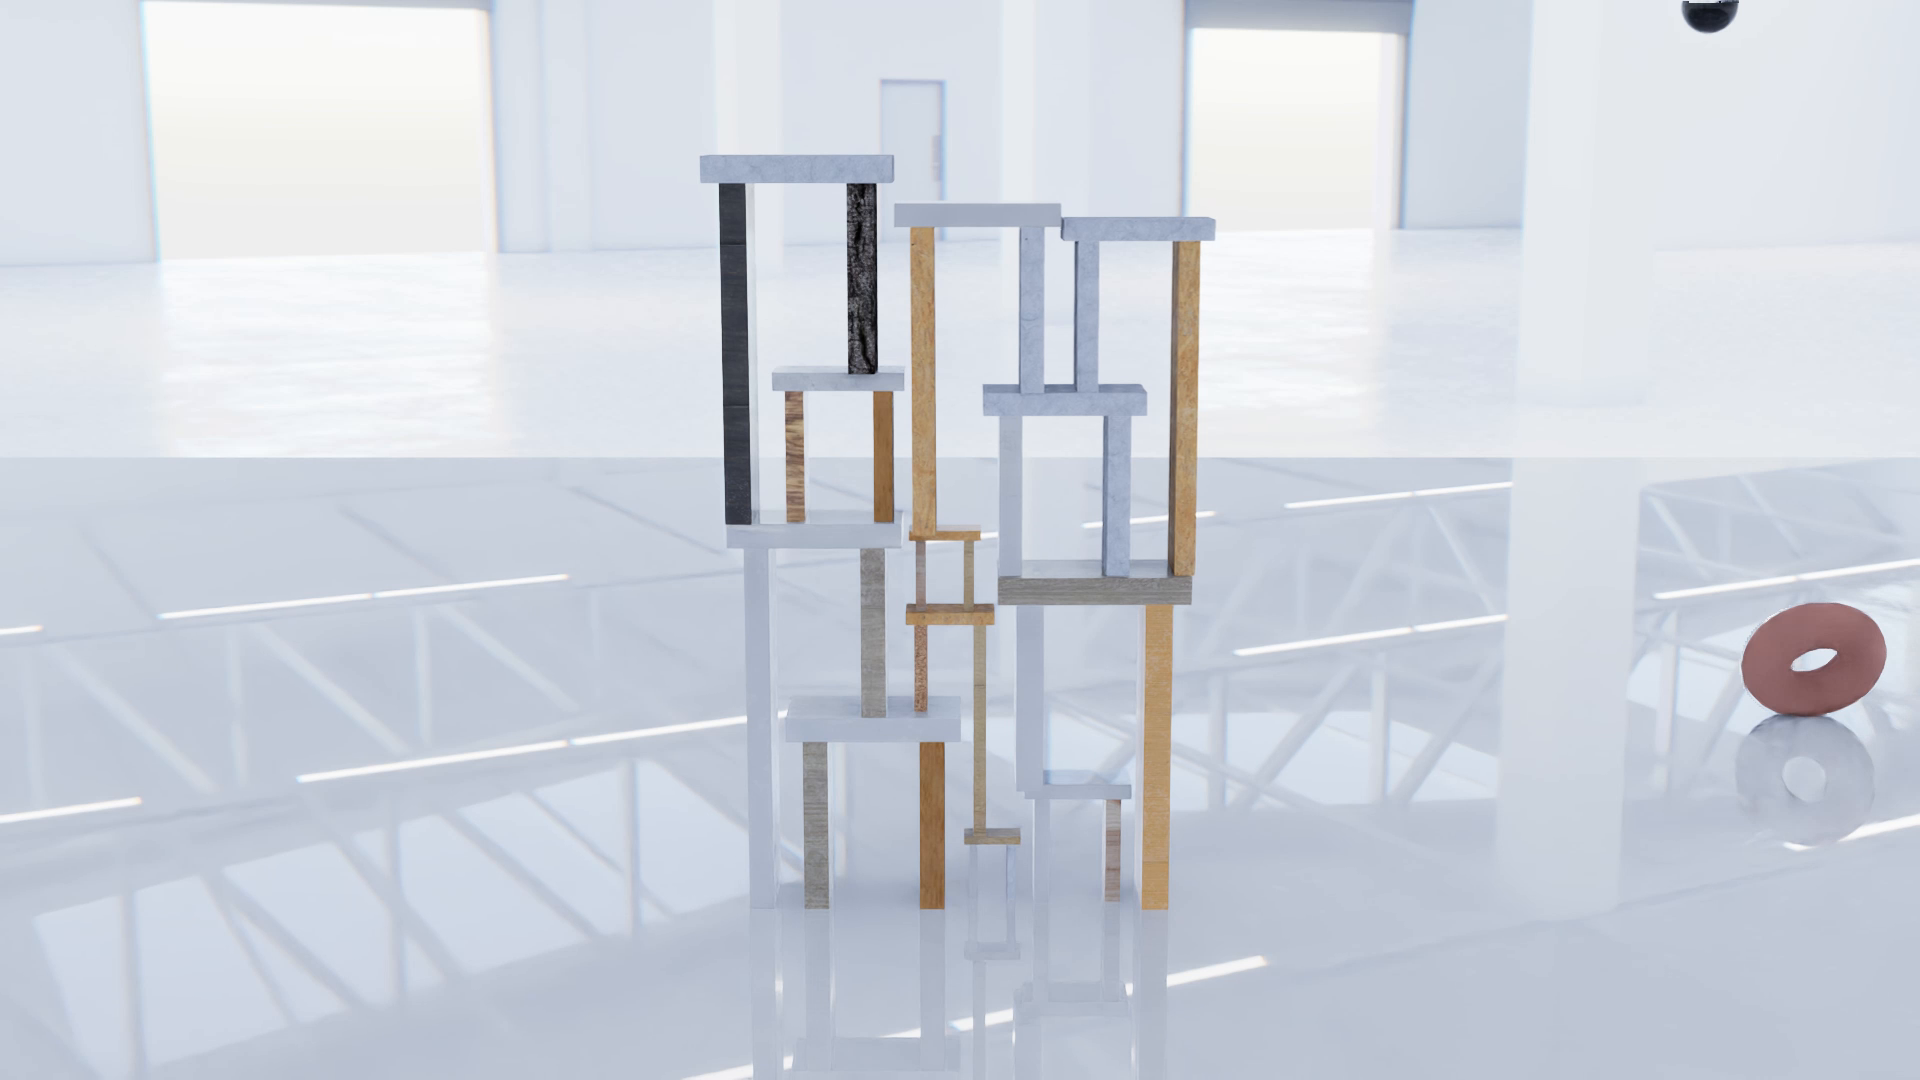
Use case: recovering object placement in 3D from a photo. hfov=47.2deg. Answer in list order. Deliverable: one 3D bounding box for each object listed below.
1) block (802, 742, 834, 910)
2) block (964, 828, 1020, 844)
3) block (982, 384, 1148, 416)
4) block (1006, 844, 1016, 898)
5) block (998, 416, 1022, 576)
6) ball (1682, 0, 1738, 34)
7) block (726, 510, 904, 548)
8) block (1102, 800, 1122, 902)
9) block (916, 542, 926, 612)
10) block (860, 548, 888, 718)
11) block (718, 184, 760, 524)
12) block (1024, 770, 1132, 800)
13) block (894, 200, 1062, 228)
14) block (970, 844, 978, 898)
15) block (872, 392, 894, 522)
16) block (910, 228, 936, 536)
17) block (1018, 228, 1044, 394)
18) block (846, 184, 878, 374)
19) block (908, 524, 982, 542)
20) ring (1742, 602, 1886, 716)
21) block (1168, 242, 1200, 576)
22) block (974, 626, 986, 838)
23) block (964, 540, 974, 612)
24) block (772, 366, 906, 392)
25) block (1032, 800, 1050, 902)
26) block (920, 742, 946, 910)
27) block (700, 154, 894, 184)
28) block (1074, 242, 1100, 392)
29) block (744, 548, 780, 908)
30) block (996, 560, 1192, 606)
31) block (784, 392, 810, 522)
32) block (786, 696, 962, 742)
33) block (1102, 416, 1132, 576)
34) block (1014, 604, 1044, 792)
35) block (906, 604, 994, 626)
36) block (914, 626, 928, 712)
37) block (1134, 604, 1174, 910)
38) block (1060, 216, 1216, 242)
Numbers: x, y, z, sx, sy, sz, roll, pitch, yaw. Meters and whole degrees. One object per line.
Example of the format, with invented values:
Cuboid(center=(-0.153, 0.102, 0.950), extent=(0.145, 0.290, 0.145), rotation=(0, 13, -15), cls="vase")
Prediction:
Cuboid(center=(-0.234, 0.452, 3.639), extent=(0.040, 0.283, 0.141), rotation=(0, 11, 0), cls="block")
Cuboid(center=(0.054, 0.492, 3.649), extent=(0.094, 0.013, 0.047), rotation=(0, 10, 0), cls="block")
Cuboid(center=(0.166, -0.224, 3.518), extent=(0.257, 0.036, 0.129), rotation=(0, 11, 0), cls="block")
Cuboid(center=(0.085, 0.544, 3.659), extent=(0.013, 0.094, 0.047), rotation=(0, 11, 0), cls="block")
Cuboid(center=(0.080, -0.080, 3.545), extent=(0.036, 0.257, 0.129), rotation=(0, 11, 0), cls="block")
Cuboid(center=(2.075, -1.477, 6.084), extent=(0.152, 0.152, 0.152), rotation=(0, 11, 0), cls="ball")
Cuboid(center=(-0.232, -0.019, 3.554), extent=(0.277, 0.039, 0.139), rotation=(0, 11, 0), cls="block")
Cuboid(center=(0.252, 0.503, 3.658), extent=(0.025, 0.175, 0.088), rotation=(0, 11, 0), cls="block")
Cuboid(center=(-0.063, 0.053, 3.574), extent=(0.016, 0.116, 0.058), rotation=(0, 11, 0), cls="block")
Cuboid(center=(-0.139, 0.137, 3.582), extent=(0.039, 0.277, 0.139), rotation=(0, 10, 0), cls="block")
Cuboid(center=(-0.350, -0.299, 3.499), extent=(0.042, 0.533, 0.147), rotation=(0, 11, 0), cls="block")
Cuboid(center=(0.193, 0.404, 3.639), extent=(0.175, 0.025, 0.088), rotation=(0, 11, 0), cls="block")
Cuboid(center=(0.027, -0.513, 3.459), extent=(0.258, 0.037, 0.129), rotation=(0, 11, 0), cls="block")
Cuboid(center=(0.022, 0.544, 3.659), extent=(0.013, 0.094, 0.047), rotation=(0, 10, 0), cls="block")
Cuboid(center=(-0.122, -0.141, 3.534), extent=(0.030, 0.209, 0.104), rotation=(0, 11, 0), cls="block")
Cuboid(center=(-0.058, -0.257, 3.508), extent=(0.037, 0.485, 0.129), rotation=(0, 11, 0), cls="block")
Cuboid(center=(0.113, -0.368, 3.487), extent=(0.037, 0.258, 0.129), rotation=(0, 11, 0), cls="block")
Cuboid(center=(-0.154, -0.417, 3.477), extent=(0.042, 0.294, 0.147), rotation=(0, 11, 0), cls="block")
Cuboid(center=(-0.024, -0.012, 3.561), extent=(0.116, 0.016, 0.058), rotation=(0, 11, 0), cls="block")
Cuboid(center=(1.837, 0.259, 4.733), extent=(0.300, 0.300, 0.100), rotation=(0, 39, 1), cls="ring")
Cuboid(center=(0.358, -0.214, 3.521), extent=(0.033, 0.530, 0.118), rotation=(0, 11, 0), cls="block")
Cuboid(center=(0.032, 0.308, 3.618), extent=(0.020, 0.360, 0.072), rotation=(0, 10, 0), cls="block")
Cuboid(center=(0.014, 0.053, 3.574), extent=(0.016, 0.116, 0.058), rotation=(0, 11, 0), cls="block")
Cuboid(center=(-0.192, -0.258, 3.512), extent=(0.209, 0.030, 0.104), rotation=(0, 11, 0), cls="block")
Cuboid(center=(0.135, 0.503, 3.658), extent=(0.025, 0.175, 0.088), rotation=(0, 11, 0), cls="block")
Cuboid(center=(-0.045, 0.452, 3.639), extent=(0.040, 0.283, 0.141), rotation=(0, 11, 0), cls="block")
Cuboid(center=(-0.252, -0.582, 3.447), extent=(0.294, 0.042, 0.147), rotation=(0, 11, 0), cls="block")
Cuboid(center=(0.200, -0.359, 3.494), extent=(0.033, 0.236, 0.118), rotation=(0, 11, 0), cls="block")
Cuboid(center=(-0.324, 0.296, 3.612), extent=(0.039, 0.600, 0.139), rotation=(0, 11, 0), cls="block")
Cuboid(center=(0.215, 0.068, 3.572), extent=(0.309, 0.044, 0.154), rotation=(0, 11, 0), cls="block")
Cuboid(center=(-0.261, -0.141, 3.534), extent=(0.030, 0.209, 0.104), rotation=(0, 11, 0), cls="block")
Cuboid(center=(-0.140, 0.293, 3.609), extent=(0.283, 0.040, 0.141), rotation=(0, 11, 0), cls="block")
Cuboid(center=(0.252, -0.080, 3.545), extent=(0.036, 0.257, 0.129), rotation=(0, 11, 0), cls="block")
Cuboid(center=(0.112, 0.241, 3.605), extent=(0.044, 0.309, 0.154), rotation=(0, 10, 0), cls="block")
Cuboid(center=(-0.016, 0.121, 3.583), extent=(0.144, 0.020, 0.072), rotation=(0, 11, 0), cls="block")
Cuboid(center=(-0.064, 0.202, 3.598), extent=(0.020, 0.144, 0.072), rotation=(0, 11, 0), cls="block")
Cuboid(center=(0.318, 0.340, 3.623), extent=(0.044, 0.509, 0.154), rotation=(0, 11, 0), cls="block")
Cuboid(center=(0.279, -0.491, 3.469), extent=(0.236, 0.033, 0.118), rotation=(0, 11, 0), cls="block")
